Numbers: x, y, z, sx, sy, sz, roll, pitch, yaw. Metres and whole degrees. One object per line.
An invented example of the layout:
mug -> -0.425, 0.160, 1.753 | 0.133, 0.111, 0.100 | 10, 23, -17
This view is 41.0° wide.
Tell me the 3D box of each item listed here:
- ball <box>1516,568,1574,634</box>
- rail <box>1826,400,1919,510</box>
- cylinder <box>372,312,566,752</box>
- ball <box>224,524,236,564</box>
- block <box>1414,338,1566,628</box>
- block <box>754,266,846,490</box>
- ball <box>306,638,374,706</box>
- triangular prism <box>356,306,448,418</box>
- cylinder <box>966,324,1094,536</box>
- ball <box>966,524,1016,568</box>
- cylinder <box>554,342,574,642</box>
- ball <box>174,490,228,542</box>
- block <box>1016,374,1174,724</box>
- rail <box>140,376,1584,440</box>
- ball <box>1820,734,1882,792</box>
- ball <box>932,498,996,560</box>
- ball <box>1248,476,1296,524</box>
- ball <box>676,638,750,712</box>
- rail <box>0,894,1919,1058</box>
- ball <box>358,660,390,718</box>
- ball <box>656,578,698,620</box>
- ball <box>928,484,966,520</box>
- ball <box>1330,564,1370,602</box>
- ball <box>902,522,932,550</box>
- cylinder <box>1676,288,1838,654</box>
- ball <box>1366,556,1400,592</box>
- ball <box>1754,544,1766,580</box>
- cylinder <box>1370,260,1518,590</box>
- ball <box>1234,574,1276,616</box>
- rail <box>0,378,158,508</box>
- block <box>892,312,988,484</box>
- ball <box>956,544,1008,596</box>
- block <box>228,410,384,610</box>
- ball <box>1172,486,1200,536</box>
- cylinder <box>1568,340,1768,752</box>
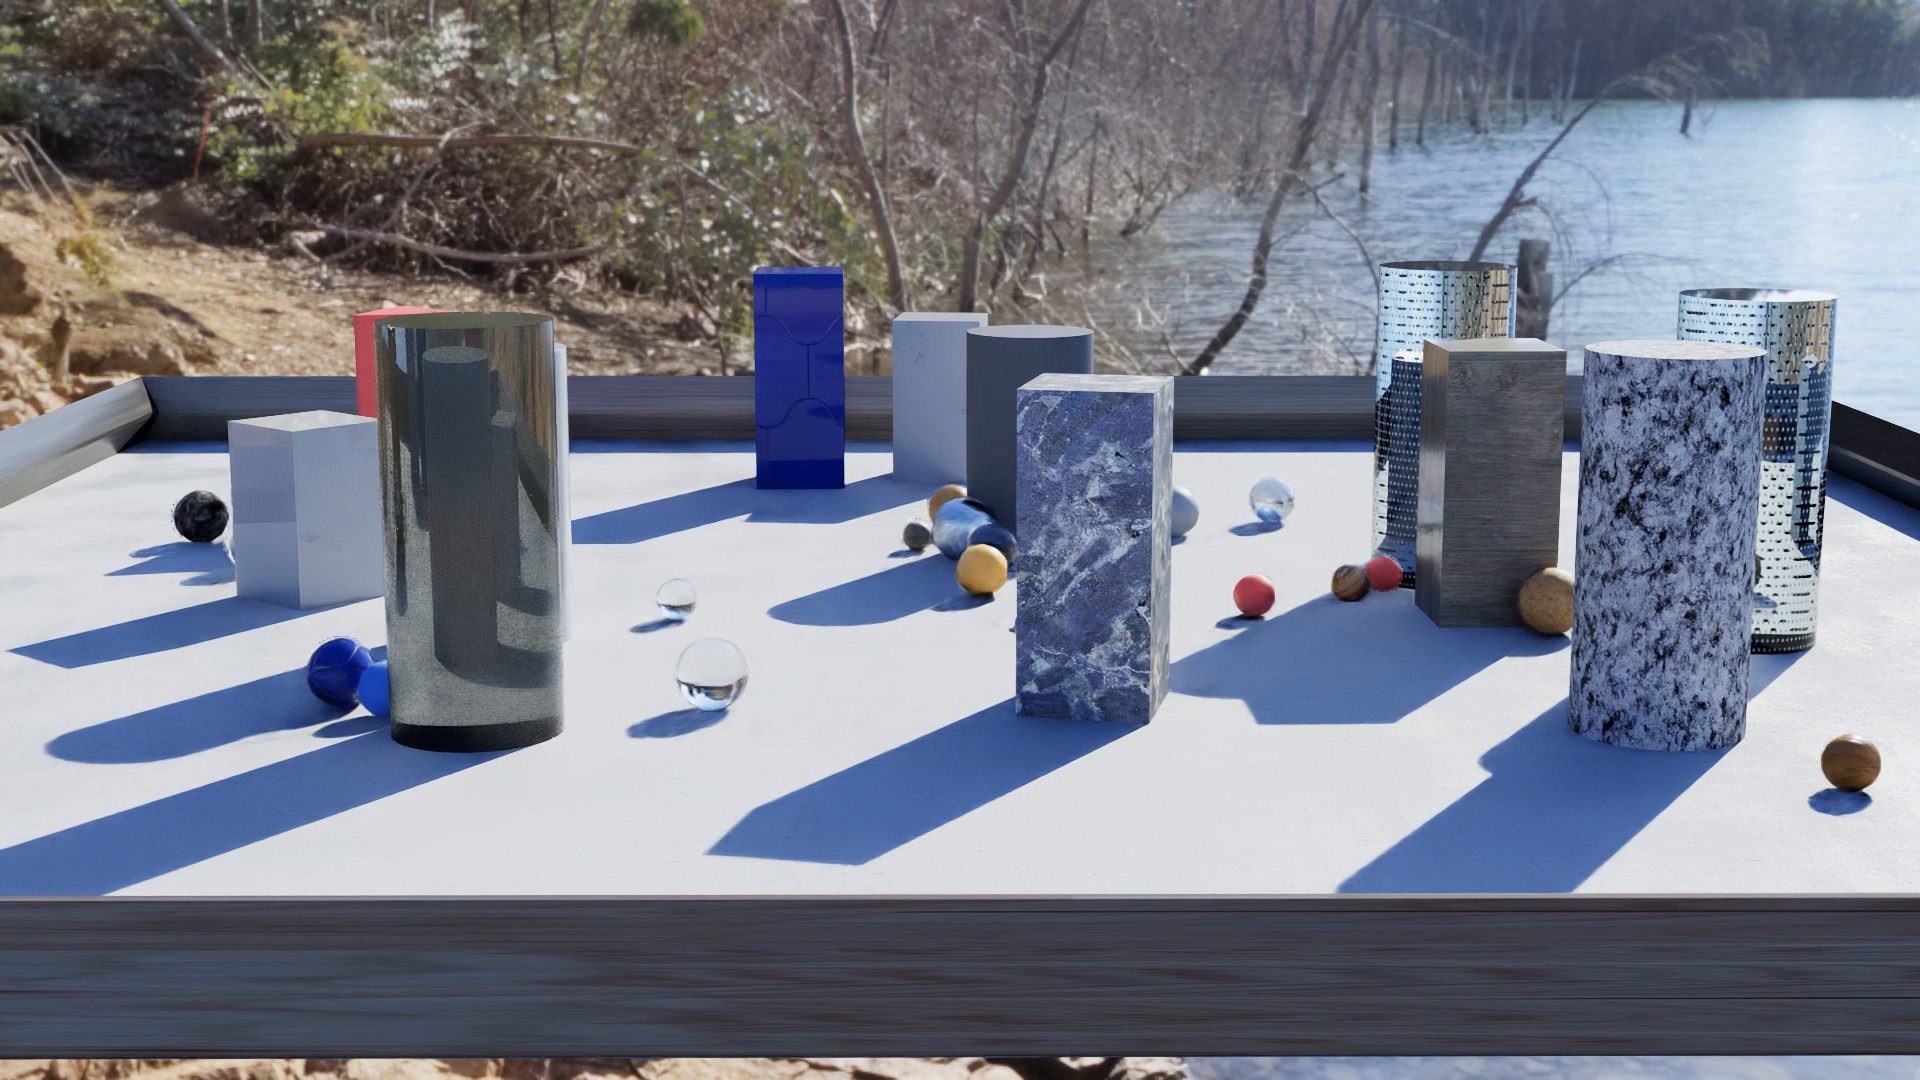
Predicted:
ball -> 0.761, 0.079, 3.303 | 0.087, 0.087, 0.087 | 0, 11, 0
rail -> 1.561, 0.030, 3.458 | 0.045, 0.124, 3.170 | 0, 11, 0
cylinder -> -0.532, -0.013, 2.794 | 0.190, 0.454, 0.190 | 0, 11, 0
ball -> -1.025, 0.005, 3.721 | 0.078, 0.078, 0.078 | 0, 11, 0
block -> 0.699, -0.078, 3.393 | 0.152, 0.362, 0.152 | 0, 11, -2
block -> -0.278, -0.284, 4.476 | 0.152, 0.371, 0.152 | 0, 11, -2
ball -> -0.708, 0.152, 2.937 | 0.078, 0.078, 0.078 | 0, 11, 0
triangular prism -> -0.900, -0.211, 4.196 | 0.165, 0.331, 0.143 | -3, 11, -15
cylinder -> 0.105, -0.150, 3.868 | 0.190, 0.330, 0.190 | 0, 11, 0
ball -> 0.047, 0.013, 3.693 | 0.074, 0.074, 0.074 | 0, 11, 0
cylinder -> -0.592, -0.059, 3.263 | 0.190, 0.372, 0.190 | 0, 11, 0
ball -> -1.164, -0.036, 3.936 | 0.081, 0.081, 0.081 | 0, 11, 0
block -> 0.154, 0.006, 2.918 | 0.152, 0.371, 0.152 | 2, 11, 13
rail -> -0.009, -0.254, 4.984 | 3.169, 0.124, 0.045 | 0, 11, 0
ball -> 0.902, 0.225, 2.595 | 0.058, 0.058, 0.058 | 0, 11, 0
ball -> 0.006, -0.016, 3.787 | 0.095, 0.095, 0.095 | 0, 11, 0
ball -> 0.500, -0.064, 4.105 | 0.075, 0.075, 0.075 | 0, 11, 0
ball -> -0.282, 0.153, 2.916 | 0.084, 0.084, 0.084 | 0, 11, 0
rail -> 0.009, 0.318, 1.914 | 3.169, 0.124, 0.045 | 0, 11, 0
ball -> -0.645, 0.168, 2.888 | 0.064, 0.064, 0.064 | 0, 11, 0
ball -> -0.374, 0.079, 3.391 | 0.055, 0.055, 0.055 | 0, 11, 0
ball -> -0.012, -0.049, 4.019 | 0.076, 0.076, 0.076 | 0, 11, 0
ball -> 0.533, 0.059, 3.502 | 0.053, 0.053, 0.053 | 0, 11, 0
ball -> -0.064, -0.006, 3.877 | 0.044, 0.044, 0.044 | 0, 11, 0
cylinder -> 0.998, -0.091, 3.250 | 0.190, 0.440, 0.190 | 0, 11, 0
ball -> 0.589, 0.047, 3.577 | 0.049, 0.049, 0.049 | 0, 11, 0
ball -> 1.104, 0.030, 3.624 | 0.065, 0.065, 0.065 | 0, 11, 0
cylinder -> 0.683, -0.165, 3.632 | 0.190, 0.445, 0.190 | 0, 11, 0
ball -> 0.392, 0.074, 3.414 | 0.056, 0.056, 0.056 | 0, 11, 0
rail -> -1.561, 0.033, 3.440 | 0.045, 0.124, 3.170 | 0, 11, 0
block -> -0.034, -0.253, 4.544 | 0.152, 0.285, 0.152 | 1, 11, 6
ball -> 0.031, 0.042, 3.545 | 0.071, 0.071, 0.071 | 0, 11, 0
block -> -0.893, -0.044, 3.534 | 0.152, 0.243, 0.152 | 9, 14, 41
ball -> 0.334, -0.045, 3.993 | 0.078, 0.078, 0.078 | 0, 11, 0
cylinder -> 0.771, 0.002, 2.804 | 0.190, 0.421, 0.190 | 0, 11, 0
